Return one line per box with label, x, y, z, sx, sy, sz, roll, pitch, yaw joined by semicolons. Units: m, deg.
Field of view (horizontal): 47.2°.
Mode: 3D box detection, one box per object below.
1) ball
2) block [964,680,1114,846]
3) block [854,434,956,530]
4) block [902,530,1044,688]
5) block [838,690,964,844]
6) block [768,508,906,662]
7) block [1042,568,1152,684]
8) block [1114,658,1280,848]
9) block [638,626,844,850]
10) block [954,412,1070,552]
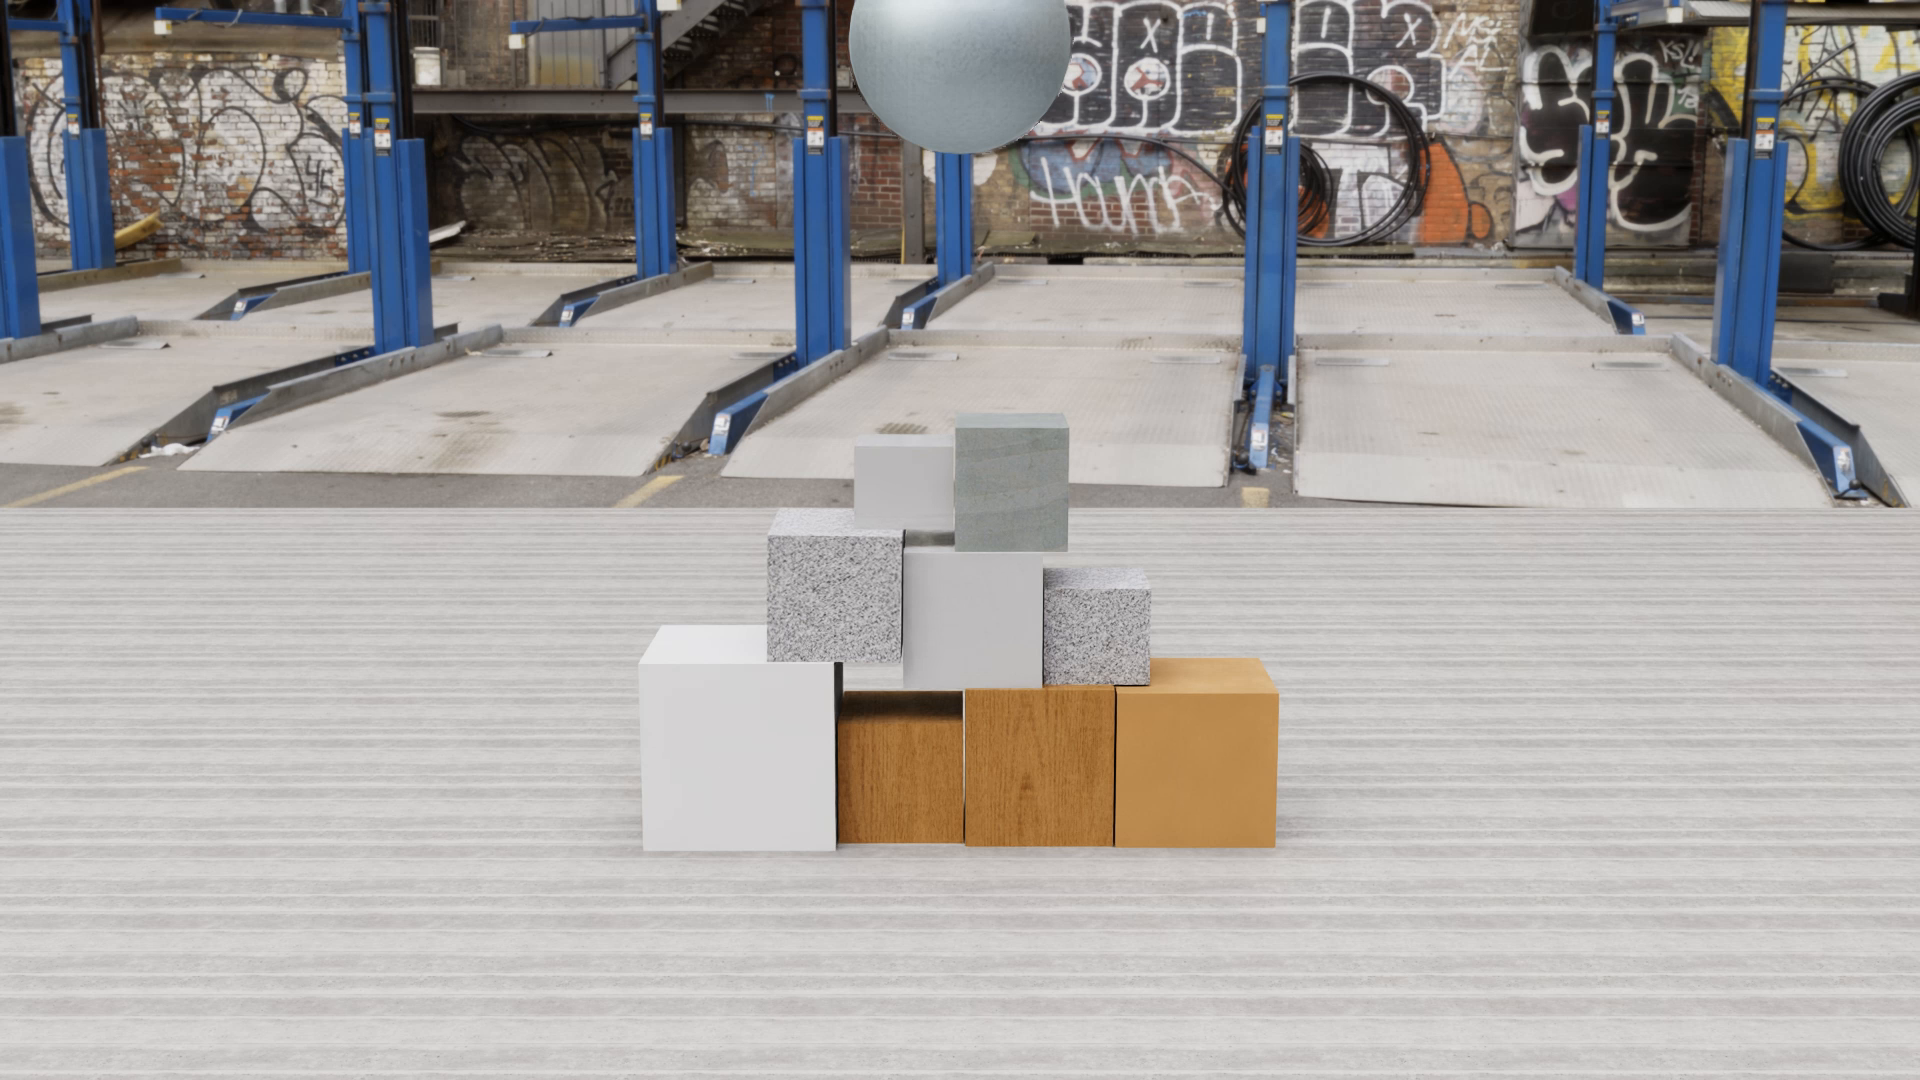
ball;0.000;-3.576;15.770;1.600;1.600;1.600;0;10;0
block;0.398;1.075;11.389;0.744;0.809;0.786;0;10;0
block;-0.275;-0.298;11.141;0.499;0.417;0.449;0;10;0
block;0.064;0.341;11.248;0.693;0.686;0.683;0;10;0
block;-0.298;1.167;11.407;0.629;0.622;0.681;0;10;0
block;-0.618;0.221;11.204;0.661;0.632;0.794;1;10;0
block;0.687;0.436;11.275;0.533;0.491;0.552;0;10;0
block;1.183;1.086;11.363;0.805;0.798;0.769;0;10;0
block;-1.104;1.005;11.350;0.962;0.962;0.875;0;10;0
block;0.256;-0.299;11.122;0.560;0.617;0.601;0;10;0
